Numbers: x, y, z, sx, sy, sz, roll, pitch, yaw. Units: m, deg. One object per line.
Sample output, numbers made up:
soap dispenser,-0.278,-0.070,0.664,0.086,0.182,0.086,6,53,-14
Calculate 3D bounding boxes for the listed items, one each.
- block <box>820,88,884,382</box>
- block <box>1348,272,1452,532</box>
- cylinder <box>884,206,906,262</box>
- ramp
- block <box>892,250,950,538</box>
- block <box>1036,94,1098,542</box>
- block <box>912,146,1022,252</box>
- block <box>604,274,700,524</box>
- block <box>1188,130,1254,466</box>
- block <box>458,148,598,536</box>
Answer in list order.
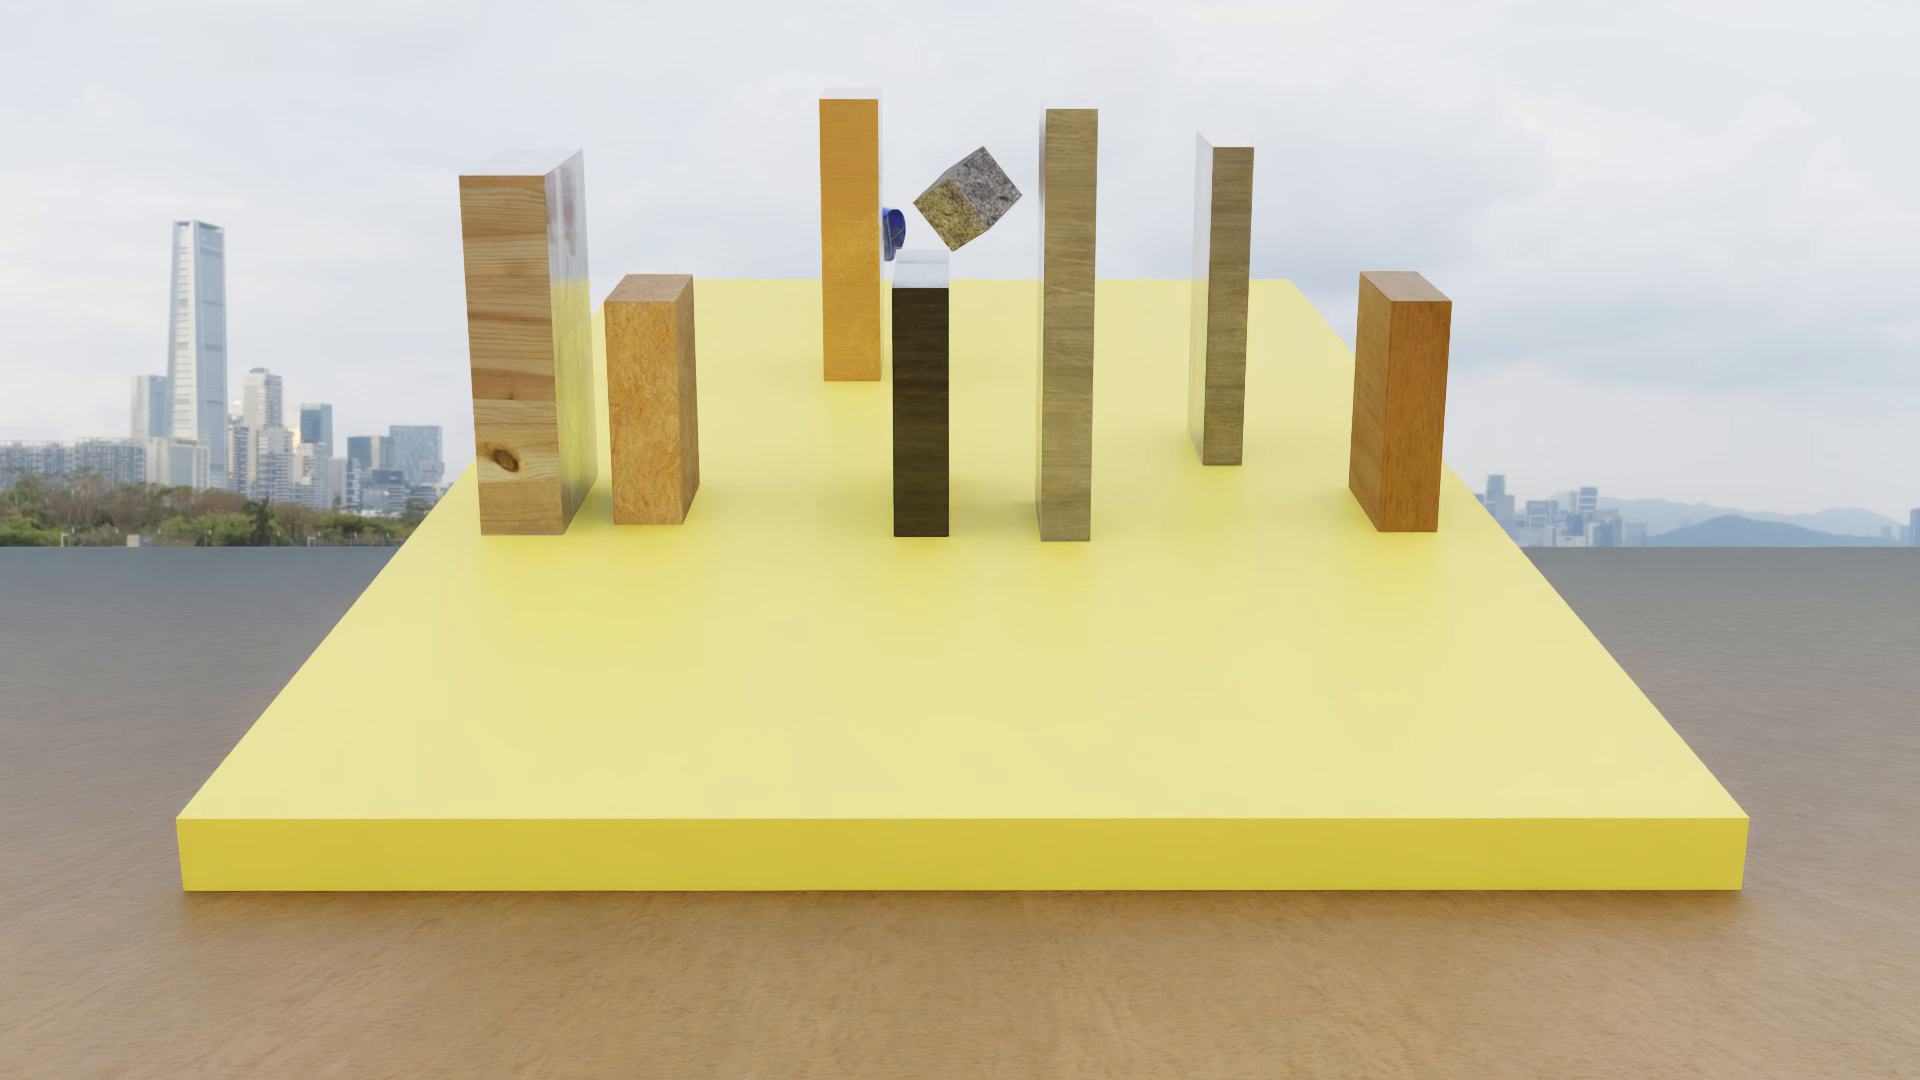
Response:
block,-0.257,-0.738,5.328,0.136,0.664,0.292,0,17,0
block,0.820,-0.265,4.150,0.108,0.428,0.318,0,17,0
cylinder,-0.254,-0.868,6.209,0.149,0.149,0.149,16,7,27
ramp,-0.002,-0.167,4.746,2.000,0.100,4.000,0,17,0
block,-0.071,-0.284,4.162,0.101,0.457,0.421,0,17,0
block,0.190,-0.406,4.022,0.090,0.771,0.277,0,17,0
block,0.021,-0.928,6.031,0.174,0.174,0.174,-24,20,51
block,-0.578,-0.270,4.182,0.128,0.418,0.290,0,17,0
block,0.535,-0.505,4.579,0.081,0.645,0.310,0,17,0
block,-0.798,-0.381,4.141,0.149,0.652,0.419,0,17,0
